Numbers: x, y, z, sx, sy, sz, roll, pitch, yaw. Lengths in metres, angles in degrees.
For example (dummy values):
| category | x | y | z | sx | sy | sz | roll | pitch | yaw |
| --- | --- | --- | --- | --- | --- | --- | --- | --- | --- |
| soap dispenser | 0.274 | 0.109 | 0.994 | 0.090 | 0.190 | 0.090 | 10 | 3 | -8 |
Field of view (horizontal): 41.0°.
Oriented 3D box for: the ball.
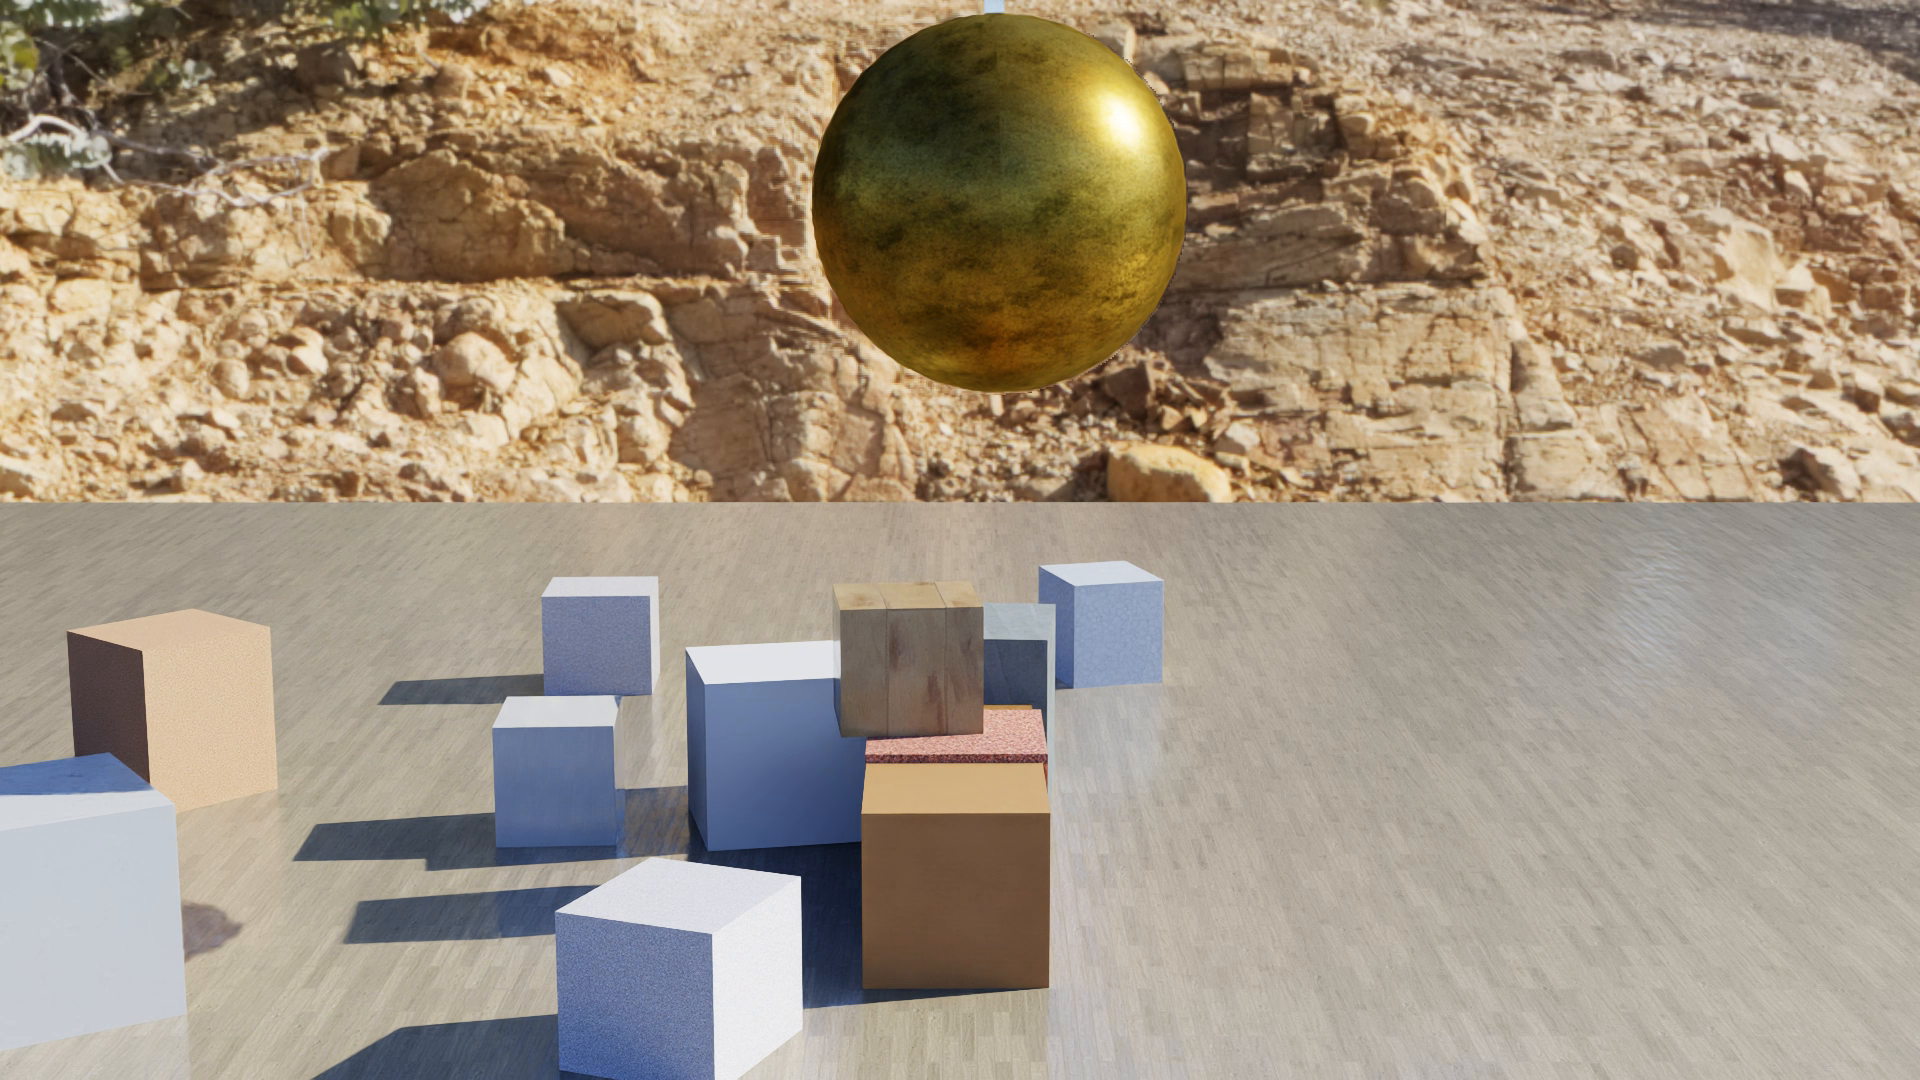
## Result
| category | x | y | z | sx | sy | sz | roll | pitch | yaw |
| --- | --- | --- | --- | --- | --- | --- | --- | --- | --- |
| ball | 0.166 | -1.428 | 10.921 | 1.600 | 1.600 | 1.600 | 0 | 10 | 0 |

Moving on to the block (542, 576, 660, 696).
| category | x | y | z | sx | sy | sz | roll | pitch | yaw |
| --- | --- | --- | --- | --- | --- | --- | --- | --- | --- |
| block | -2.080 | 0.553 | 14.908 | 0.615 | 0.579 | 0.571 | 0 | 10 | -2 |

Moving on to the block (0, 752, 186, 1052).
| category | x | y | z | sx | sy | sz | roll | pitch | yaw |
| --- | --- | --- | --- | --- | --- | --- | --- | --- | --- |
| block | -3.511 | 1.362 | 9.771 | 0.822 | 0.824 | 0.886 | -7 | 12 | -33 |

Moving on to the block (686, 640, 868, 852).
| category | x | y | z | sx | sy | sz | roll | pitch | yaw |
| --- | --- | --- | --- | --- | --- | --- | --- | --- | --- |
| block | -0.867 | 0.956 | 12.114 | 0.757 | 0.785 | 0.774 | -2 | 11 | -12 |

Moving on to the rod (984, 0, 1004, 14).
| category | x | y | z | sx | sy | sz | roll | pitch | yaw |
| --- | --- | --- | --- | --- | --- | --- | --- | --- | --- |
| rod | 0.072 | -4.772 | 10.313 | 0.080 | 5.200 | 0.080 | -2 | 10 | 0 |

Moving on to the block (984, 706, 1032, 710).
| category | x | y | z | sx | sy | sz | roll | pitch | yaw |
| --- | --- | --- | --- | --- | --- | --- | --- | --- | --- |
| block | 0.015 | 1.122 | 11.711 | 0.633 | 0.603 | 0.618 | 0 | 10 | 1 |

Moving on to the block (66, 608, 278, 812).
| category | x | y | z | sx | sy | sz | roll | pitch | yaw |
| --- | --- | --- | --- | --- | --- | --- | --- | --- | --- |
| block | -3.880 | 0.840 | 12.651 | 0.676 | 0.821 | 0.702 | 9 | 14 | 40 |

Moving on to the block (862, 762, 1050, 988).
| category | x | y | z | sx | sy | sz | roll | pitch | yaw |
| --- | --- | --- | --- | --- | --- | --- | --- | --- | --- |
| block | -0.019 | 1.331 | 10.274 | 0.726 | 0.706 | 0.733 | 0 | 10 | -1 |

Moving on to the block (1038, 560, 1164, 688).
| category | x | y | z | sx | sy | sz | roll | pitch | yaw |
| --- | --- | --- | --- | --- | --- | --- | --- | --- | --- |
| block | 0.826 | 0.493 | 15.160 | 0.549 | 0.607 | 0.639 | -3 | 11 | -17 |

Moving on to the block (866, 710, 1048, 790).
| category | x | y | z | sx | sy | sz | roll | pitch | yaw |
| --- | --- | --- | --- | --- | --- | --- | --- | --- | --- |
| block | -0.017 | 1.180 | 11.002 | 0.753 | 0.742 | 0.751 | 0 | 10 | -1 |

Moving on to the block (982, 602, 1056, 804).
| category | x | y | z | sx | sy | sz | roll | pitch | yaw |
| --- | --- | --- | --- | --- | --- | --- | --- | --- | --- |
| block | 0.031 | 0.825 | 12.544 | 0.830 | 0.888 | 0.836 | 1 | 10 | 5 |

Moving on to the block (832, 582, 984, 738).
| category | x | y | z | sx | sy | sz | roll | pitch | yaw |
| --- | --- | --- | --- | --- | --- | --- | --- | --- | --- |
| block | -0.230 | 0.508 | 11.087 | 0.605 | 0.551 | 0.560 | -1 | 10 | -6 |

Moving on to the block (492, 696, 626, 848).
| category | x | y | z | sx | sy | sz | roll | pitch | yaw |
| --- | --- | --- | --- | --- | --- | --- | --- | --- | --- |
| block | -1.875 | 1.079 | 12.049 | 0.549 | 0.567 | 0.589 | -1 | 10 | -3 |

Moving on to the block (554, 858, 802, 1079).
| category | x | y | z | sx | sy | sz | roll | pitch | yaw |
| --- | --- | --- | --- | --- | --- | --- | --- | --- | --- |
| block | -1.008 | 1.566 | 9.305 | 0.626 | 0.590 | 0.693 | 4 | 11 | 22 |
